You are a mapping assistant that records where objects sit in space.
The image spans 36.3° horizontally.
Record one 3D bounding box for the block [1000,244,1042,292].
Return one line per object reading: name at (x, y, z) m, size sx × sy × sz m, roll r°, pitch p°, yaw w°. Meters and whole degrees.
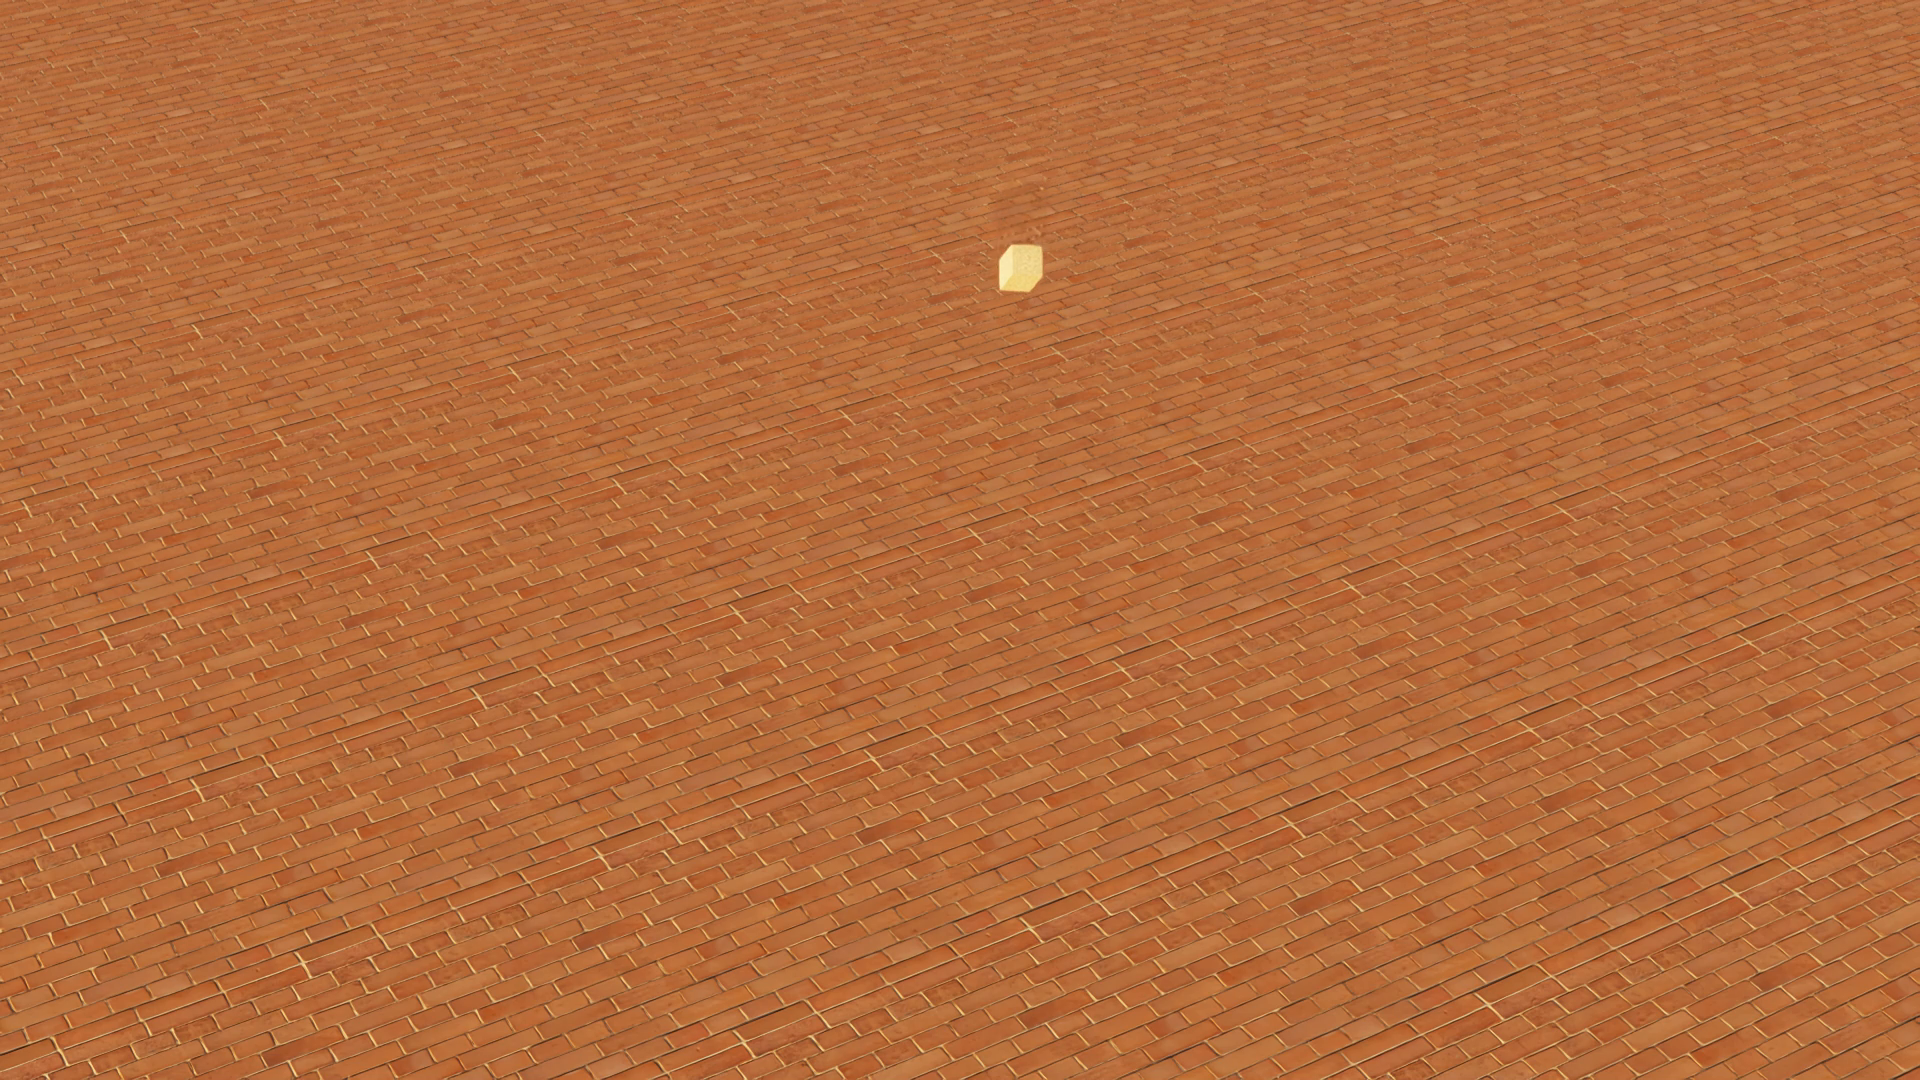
block at (0.175, -0.783, 8.445) m, size 0.088 × 0.139 × 0.091 m, roll 2°, pitch 75°, yaw -15°
